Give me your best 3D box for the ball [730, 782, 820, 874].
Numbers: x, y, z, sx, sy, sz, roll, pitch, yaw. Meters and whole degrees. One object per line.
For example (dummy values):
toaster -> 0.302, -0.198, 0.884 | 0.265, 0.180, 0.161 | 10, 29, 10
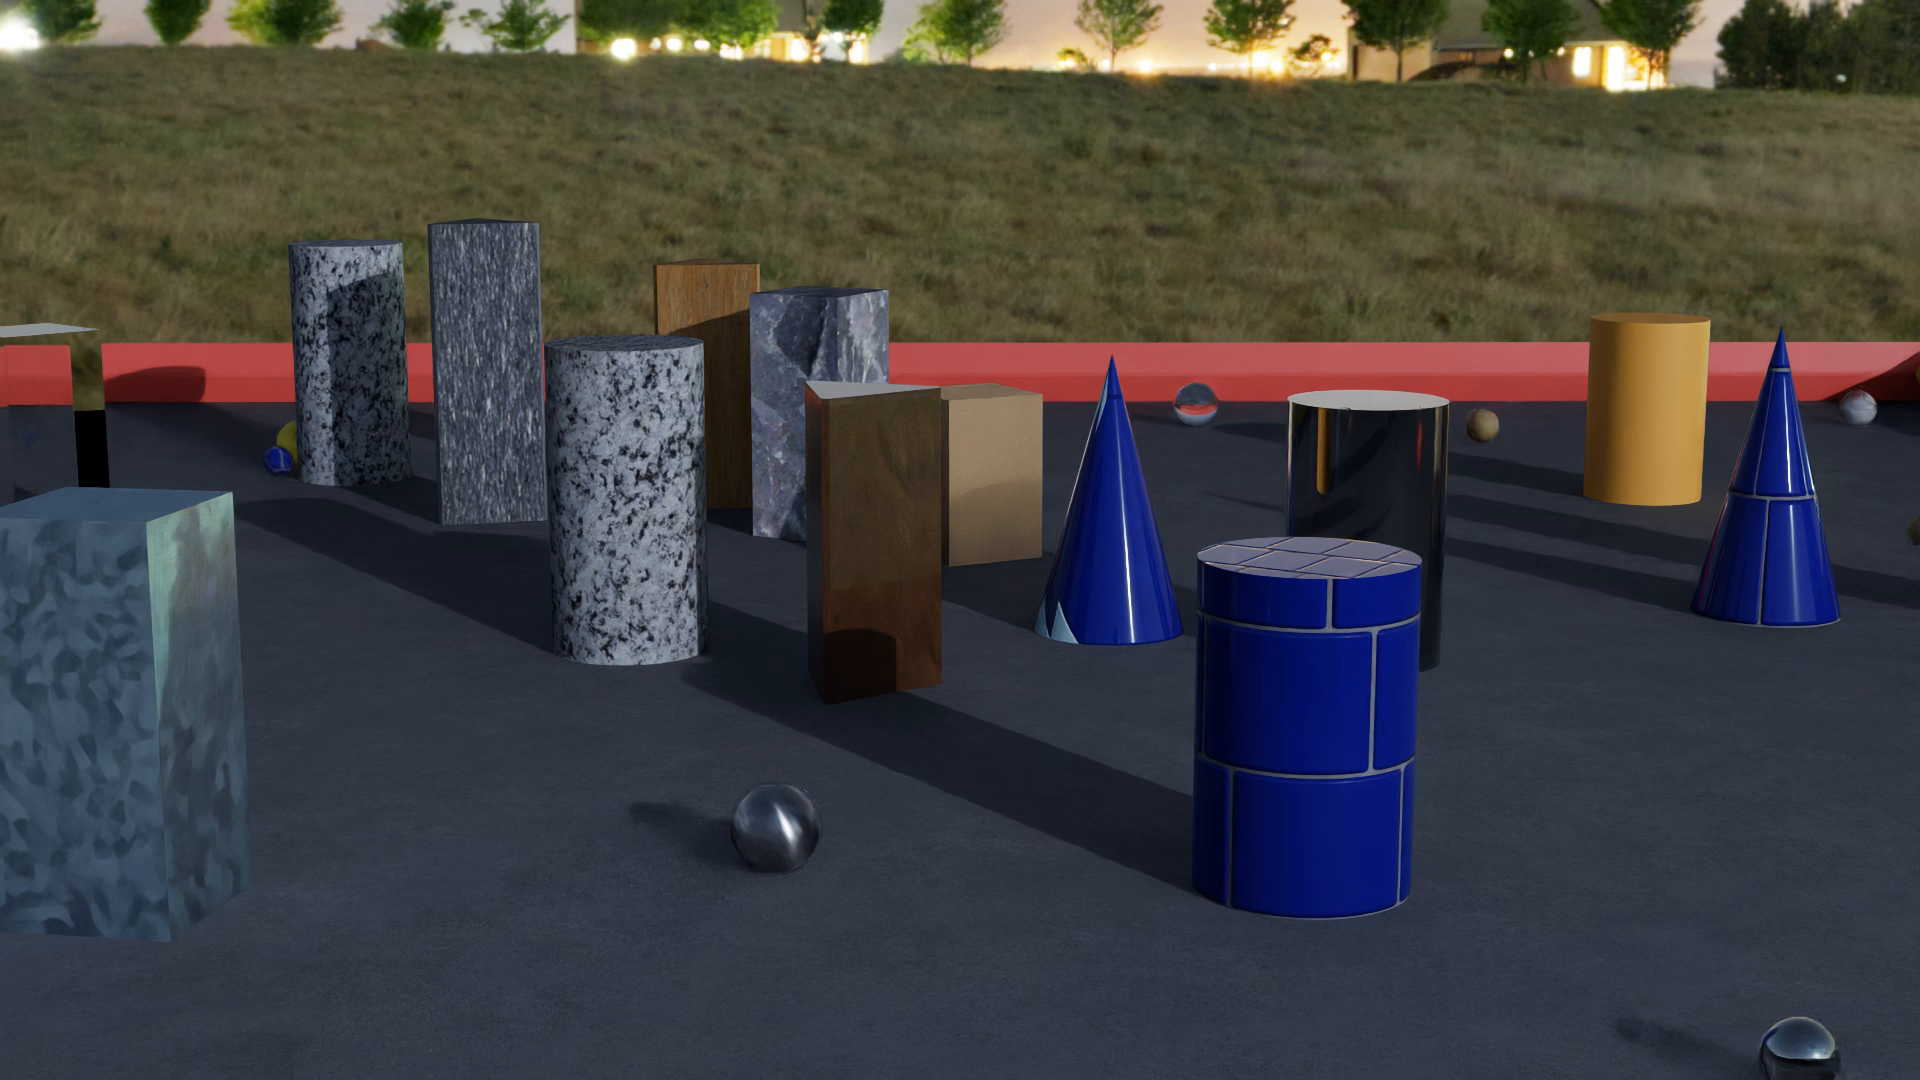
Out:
ball -> -0.168, 0.263, 2.339 | 0.082, 0.082, 0.082 | 0, 11, 0

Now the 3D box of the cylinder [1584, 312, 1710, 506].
cylinder -> 1.166, -0.225, 4.359 | 0.196, 0.305, 0.196 | 0, 11, 0

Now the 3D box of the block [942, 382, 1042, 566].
block -> 0.017, -0.101, 3.851 | 0.157, 0.246, 0.157 | -6, 12, -28

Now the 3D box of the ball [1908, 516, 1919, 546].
ball -> 1.476, -0.014, 3.931 | 0.047, 0.047, 0.047 | 0, 11, 0

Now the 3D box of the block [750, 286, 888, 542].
block -> -0.218, -0.199, 4.014 | 0.157, 0.379, 0.157 | 6, 12, 28

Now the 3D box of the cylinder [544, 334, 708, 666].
cylinder -> -0.416, -0.054, 3.211 | 0.196, 0.387, 0.196 | 0, 11, 0

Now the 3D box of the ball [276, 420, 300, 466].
ball -> -1.198, -0.176, 4.656 | 0.084, 0.084, 0.084 | 0, 11, 0

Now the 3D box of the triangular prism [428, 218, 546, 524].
triangular prism -> -0.770, -0.277, 4.161 | 0.170, 0.479, 0.147 | -3, 11, -14

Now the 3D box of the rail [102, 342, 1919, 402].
rail -> -0.012, -0.363, 5.581 | 4.268, 0.127, 0.045 | 0, 11, 0

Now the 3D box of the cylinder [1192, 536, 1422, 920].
cylinder -> 0.307, 0.162, 2.282 | 0.196, 0.300, 0.196 | 0, 11, 0

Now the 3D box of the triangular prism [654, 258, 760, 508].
triangular prism -> -0.425, -0.264, 4.297 | 0.170, 0.404, 0.147 | -2, 11, -8

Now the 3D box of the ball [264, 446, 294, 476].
ball -> -1.205, -0.140, 4.536 | 0.051, 0.051, 0.051 | 0, 11, 0

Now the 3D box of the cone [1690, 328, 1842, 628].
cone -> 1.084, -0.093, 3.420 | 0.196, 0.388, 0.196 | 0, 11, 0

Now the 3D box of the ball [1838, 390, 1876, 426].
ball -> 1.827, -0.268, 5.222 | 0.074, 0.074, 0.074 | 0, 11, 0

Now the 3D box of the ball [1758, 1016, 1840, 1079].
ball -> 0.601, 0.369, 1.837 | 0.056, 0.056, 0.056 | 0, 11, 0

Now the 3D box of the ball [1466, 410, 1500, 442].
ball -> 1.019, -0.222, 5.001 | 0.065, 0.065, 0.065 | 0, 11, 0

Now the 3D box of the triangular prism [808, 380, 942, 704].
triangular prism -> -0.134, -0.005, 3.034 | 0.170, 0.355, 0.147 | -9, 14, -39

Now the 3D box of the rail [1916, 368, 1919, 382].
rail -> 2.110, 0.031, 3.461 | 0.045, 0.127, 4.385 | 0, 11, 0

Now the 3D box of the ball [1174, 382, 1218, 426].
ball -> 0.481, -0.277, 5.224 | 0.091, 0.091, 0.091 | 0, 11, 0

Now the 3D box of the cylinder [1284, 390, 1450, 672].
cylinder -> 0.498, -0.012, 3.159 | 0.196, 0.323, 0.196 | 0, 11, 0

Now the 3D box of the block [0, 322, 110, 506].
block -> -1.424, -0.159, 3.943 | 0.157, 0.327, 0.157 | 9, 14, 41

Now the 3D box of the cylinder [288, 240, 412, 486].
cylinder -> -1.081, -0.318, 4.552 | 0.196, 0.417, 0.196 | 0, 11, 0

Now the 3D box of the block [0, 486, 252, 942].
block -> -0.727, 0.145, 2.214 | 0.157, 0.358, 0.157 | 2, 11, 10

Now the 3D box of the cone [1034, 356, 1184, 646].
cone -> 0.195, -0.061, 3.321 | 0.196, 0.361, 0.196 | 0, 11, 0
